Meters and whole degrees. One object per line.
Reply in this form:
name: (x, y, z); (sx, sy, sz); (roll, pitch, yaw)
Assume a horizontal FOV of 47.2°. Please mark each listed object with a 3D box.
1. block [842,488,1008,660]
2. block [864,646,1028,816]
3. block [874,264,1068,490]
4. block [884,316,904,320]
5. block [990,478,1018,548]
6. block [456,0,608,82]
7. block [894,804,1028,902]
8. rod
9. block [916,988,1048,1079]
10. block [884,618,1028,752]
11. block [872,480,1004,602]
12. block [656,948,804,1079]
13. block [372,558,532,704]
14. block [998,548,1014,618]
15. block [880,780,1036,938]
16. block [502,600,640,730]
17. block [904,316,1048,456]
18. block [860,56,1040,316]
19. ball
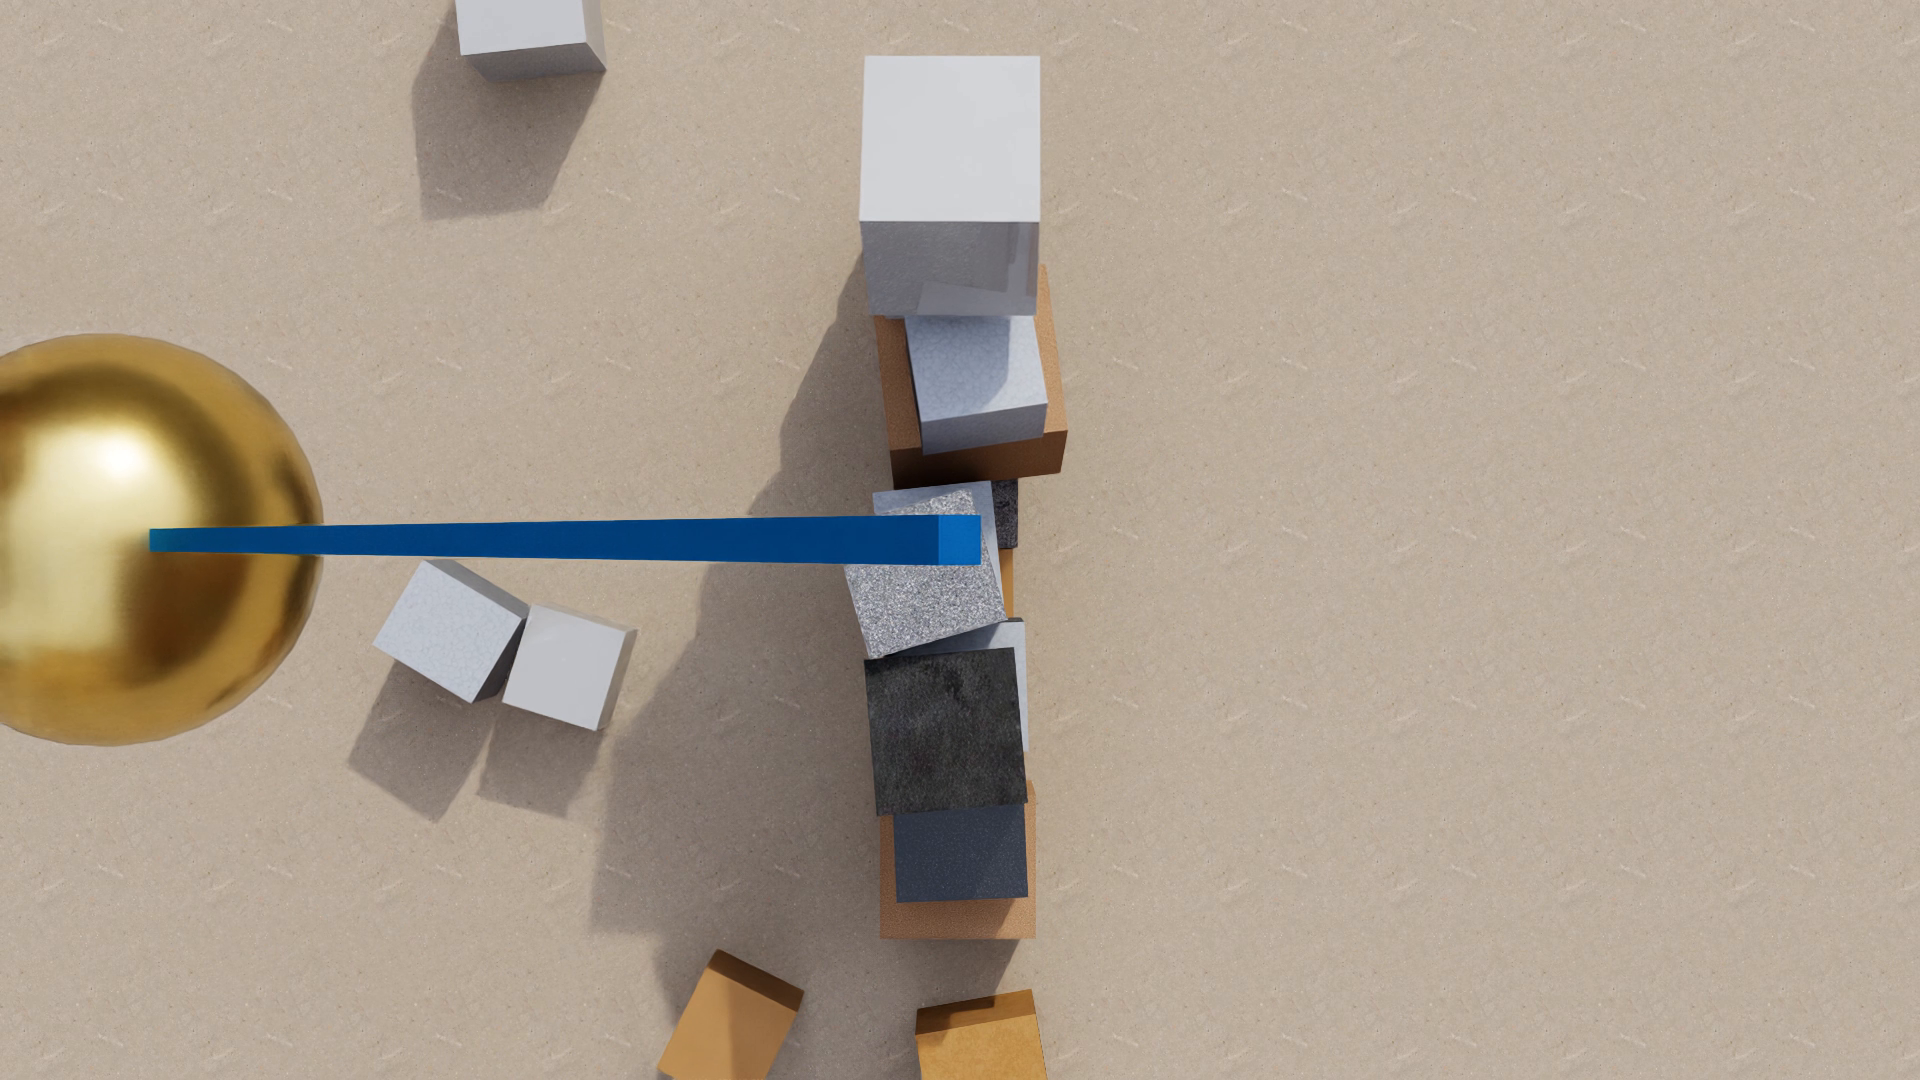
block: (-0.196, 0.164, 11.123); (0.701, 0.804, 0.668); (-16, 90, 0)
block: (-0.072, 0.969, 11.140); (0.744, 0.701, 0.768); (-5, 85, -1)
block: (0.043, -0.856, 11.845); (0.926, 0.893, 0.911); (-7, 77, -2)
block: (-0.018, -1.654, 11.159); (0.764, 0.836, 0.758); (-1, 70, 1)
block: (-0.023, -0.347, 12.638); (0.697, 0.725, 0.771); (1, 90, 0)
block: (-2.475, -3.124, 12.632); (0.703, 0.736, 0.772); (-6, 90, 0)
block: (-0.004, 1.520, 11.849); (0.685, 0.789, 0.754); (-2, 87, 0)
rod: (-1.420, 0.000, 5.645); (0.080, 5.200, 0.080); (0, 90, -33)
block: (0.151, 3.081, 12.654); (0.685, 0.693, 0.750); (-10, 90, 0)
block: (-0.021, 0.781, 11.904); (0.742, 0.755, 0.678); (-2, 90, 0)
block: (-0.113, 0.063, 11.900); (0.623, 0.750, 0.692); (-6, 90, 0)
block: (-1.318, 2.825, 12.708); (0.577, 0.585, 0.638); (26, 90, 0)
block: (-2.873, 0.513, 12.658); (0.648, 0.684, 0.554); (31, 90, 0)
block: (-0.024, 0.413, 12.641); (0.643, 0.719, 0.721); (0, 90, 0)
block: (-0.012, 1.821, 12.625); (0.867, 0.751, 0.802); (0, 90, 0)
block: (-2.248, 0.722, 12.738); (0.557, 0.525, 0.585); (17, 90, 0)
block: (0.075, -0.823, 11.059); (0.624, 0.628, 0.567); (-9, 77, -2)
block: (-0.034, -1.632, 10.220); (0.792, 0.890, 0.855); (0, 68, 1)
ball: (-3.277, 0.000, 8.493); (1.600, 1.600, 1.600); (0, 90, 0)
